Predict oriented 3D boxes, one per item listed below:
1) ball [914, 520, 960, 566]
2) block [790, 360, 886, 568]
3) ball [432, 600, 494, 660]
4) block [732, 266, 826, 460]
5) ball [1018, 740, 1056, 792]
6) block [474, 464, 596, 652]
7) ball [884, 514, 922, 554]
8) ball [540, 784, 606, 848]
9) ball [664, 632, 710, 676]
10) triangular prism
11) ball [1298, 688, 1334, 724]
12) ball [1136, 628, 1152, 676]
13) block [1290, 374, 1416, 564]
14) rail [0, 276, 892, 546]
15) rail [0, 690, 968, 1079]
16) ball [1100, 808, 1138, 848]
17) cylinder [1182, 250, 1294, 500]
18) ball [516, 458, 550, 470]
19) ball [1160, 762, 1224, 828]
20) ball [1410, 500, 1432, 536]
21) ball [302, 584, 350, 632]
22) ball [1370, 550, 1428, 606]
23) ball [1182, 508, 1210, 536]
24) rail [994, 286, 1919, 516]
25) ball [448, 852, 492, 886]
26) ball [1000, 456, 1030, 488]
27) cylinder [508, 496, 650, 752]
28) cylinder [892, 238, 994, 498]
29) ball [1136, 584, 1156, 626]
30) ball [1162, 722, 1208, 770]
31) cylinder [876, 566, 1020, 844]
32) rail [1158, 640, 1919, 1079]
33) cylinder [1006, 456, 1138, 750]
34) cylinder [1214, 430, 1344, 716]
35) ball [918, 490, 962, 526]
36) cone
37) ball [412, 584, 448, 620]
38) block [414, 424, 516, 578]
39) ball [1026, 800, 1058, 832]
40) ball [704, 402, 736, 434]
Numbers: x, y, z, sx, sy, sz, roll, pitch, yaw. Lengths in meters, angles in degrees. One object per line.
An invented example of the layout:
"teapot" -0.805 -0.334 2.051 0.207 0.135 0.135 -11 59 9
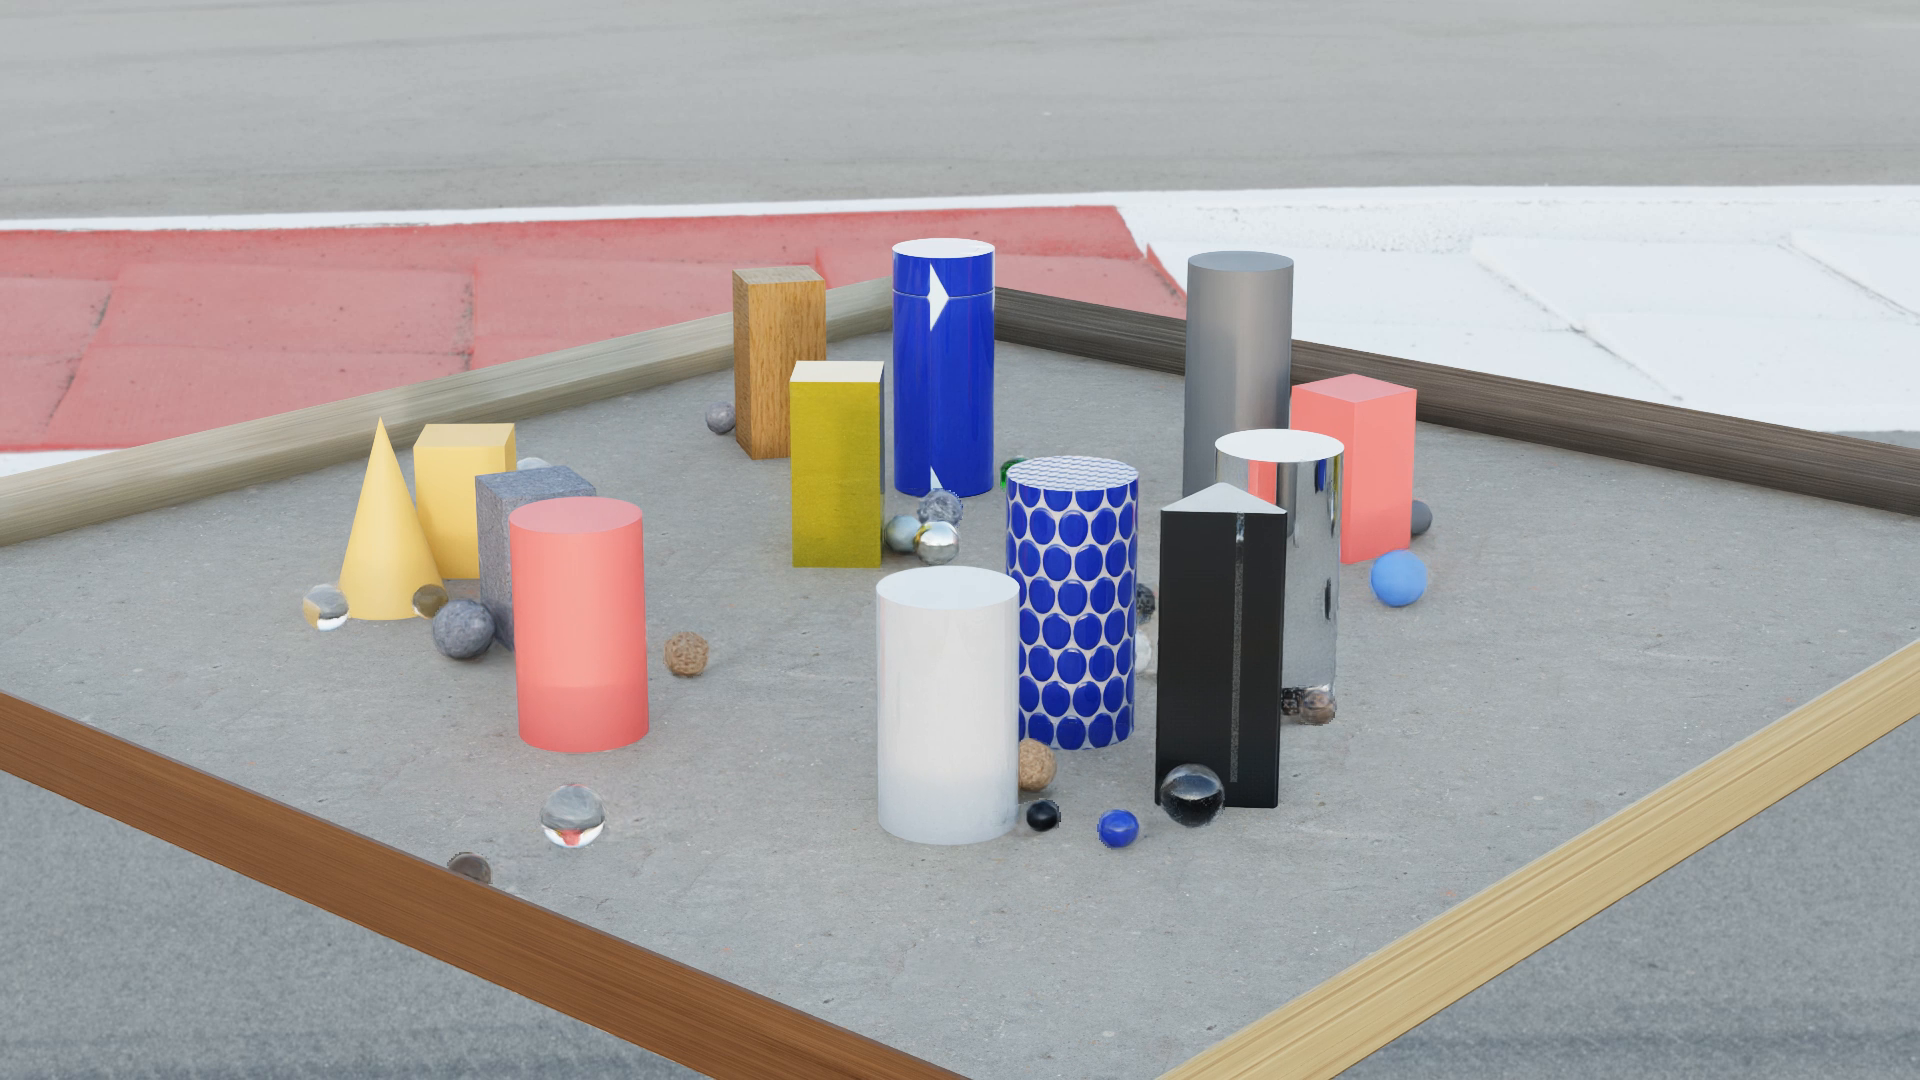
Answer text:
"ball" -0.042 0.005 5.293 0.084 0.084 0.084 0 17 0
"block" -0.220 -0.138 5.316 0.159 0.344 0.159 0 17 2
"ball" -0.812 0.147 4.796 0.099 0.099 0.099 0 17 0
"block" -0.371 -0.367 6.039 0.159 0.365 0.159 -5 17 -15
"ball" 0.103 0.327 4.240 0.075 0.075 0.075 0 17 0
"block" -0.706 0.029 4.903 0.159 0.263 0.159 -8 18 -24
"ball" -0.103 -0.010 5.362 0.073 0.073 0.073 0 17 0
"ball" -0.534 0.380 4.038 0.089 0.089 0.089 0 17 0
"ball" -0.440 0.183 4.723 0.072 0.072 0.072 0 17 0
"triangular prism" 0.372 0.149 4.201 0.172 0.438 0.149 1 17 4
"ball" 0.548 0.255 4.512 0.055 0.055 0.055 0 17 0
"ball" 0.265 0.181 4.707 0.086 0.086 0.086 0 17 0
"block" 0.716 -0.132 5.369 0.159 0.302 0.159 -13 21 -36
"rail" -1.134 -0.252 6.062 0.045 0.129 3.138 14 22 39
"rail" -1.013 0.369 4.003 3.050 0.129 0.045 14 22 39
"ball" 0.220 0.398 4.041 0.054 0.054 0.054 0 17 0
"cylinder" 0.526 -0.288 5.563 0.199 0.490 0.199 0 17 0
"ball" -0.827 -0.112 5.661 0.095 0.095 0.095 0 17 0
"ball" 0.326 0.357 4.112 0.090 0.090 0.090 0 17 0
"ball" 0.849 -0.041 5.477 0.066 0.066 0.066 0 17 0
"ball" -1.069 0.114 4.940 0.079 0.079 0.079 0 17 0
"ball" 0.759 0.066 5.067 0.097 0.097 0.097 0 17 0
"ball" 0.440 -0.034 5.480 0.051 0.051 0.051 0 17 0
"rail" 1.013 -0.304 6.237 3.050 0.129 0.045 14 22 39
"ball" -0.649 0.444 3.877 0.060 0.060 0.060 0 17 0
"ball" 0.117 -0.126 5.738 0.077 0.077 0.077 0 17 0
"cylinder" -0.575 0.126 4.441 0.199 0.343 0.199 0 17 0
"cylinder" -0.032 -0.337 5.746 0.199 0.477 0.199 0 17 0
"ball" 0.295 0.109 4.967 0.073 0.073 0.073 0 17 0
"ball" 0.332 0.304 4.327 0.069 0.069 0.069 0 17 0
"cylinder" -0.017 0.229 4.100 0.199 0.342 0.199 0 17 0
"rail" 1.134 0.316 4.177 0.045 0.129 3.138 14 22 39
"cylinder" 0.168 0.094 4.443 0.199 0.404 0.199 0 17 0
"cylinder" 0.493 0.049 4.586 0.199 0.407 0.199 0 17 0
"ball" -0.039 -0.053 5.490 0.081 0.081 0.081 0 17 0
"cone" -0.989 -0.052 5.048 0.199 0.334 0.199 0 17 0
"ball" -0.903 0.105 5.000 0.061 0.061 0.061 0 17 0
"block" -0.884 -0.071 5.266 0.159 0.244 0.159 -1 17 -2
"ball" 0.115 0.386 4.095 0.045 0.045 0.045 0 17 0
"ball" -0.505 -0.259 6.196 0.068 0.068 0.068 0 17 0
